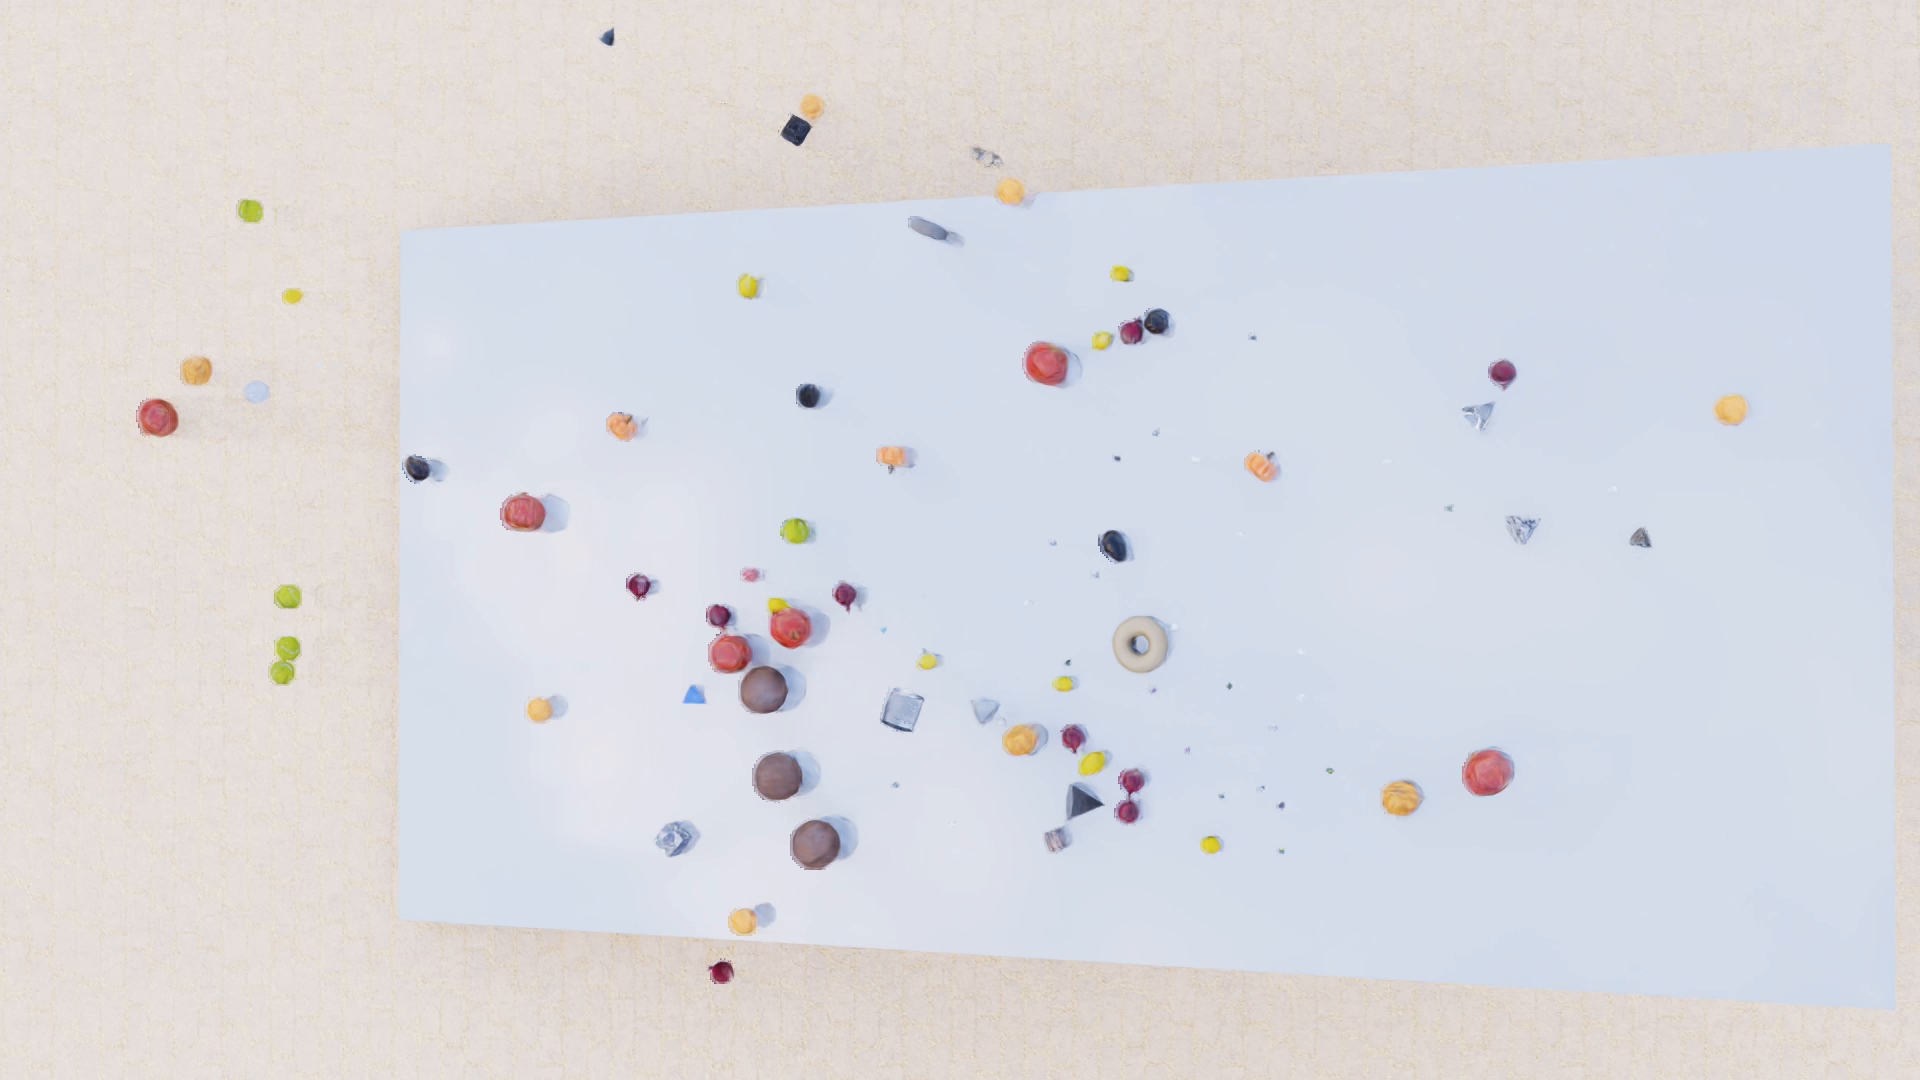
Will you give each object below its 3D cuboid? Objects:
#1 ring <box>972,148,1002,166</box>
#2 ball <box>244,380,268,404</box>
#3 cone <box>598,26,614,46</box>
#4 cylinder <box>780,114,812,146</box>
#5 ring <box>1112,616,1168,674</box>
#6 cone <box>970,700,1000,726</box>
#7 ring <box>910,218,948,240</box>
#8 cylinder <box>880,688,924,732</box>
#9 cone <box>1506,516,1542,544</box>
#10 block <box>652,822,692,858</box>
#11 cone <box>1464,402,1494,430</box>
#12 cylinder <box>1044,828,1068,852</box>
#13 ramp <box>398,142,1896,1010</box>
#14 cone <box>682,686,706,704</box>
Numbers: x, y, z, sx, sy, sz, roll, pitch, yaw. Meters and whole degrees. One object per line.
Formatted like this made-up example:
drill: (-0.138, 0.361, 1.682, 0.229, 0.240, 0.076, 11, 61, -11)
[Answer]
ring: (0.077, -1.067, 6.124, 0.092, 0.092, 0.031, 24, 107, 0)
ball: (-2.063, -0.434, 6.451, 0.068, 0.068, 0.068, 0, 89, 0)
cone: (-1.028, -1.487, 6.458, 0.052, 0.052, 0.052, 36, 121, 0)
cylinder: (-0.456, -1.140, 6.122, 0.065, 0.065, 0.065, 33, 104, 0)
ring: (0.461, 0.268, 5.630, 0.148, 0.049, 0.148, 1, 92, 22)
cone: (0.076, 0.438, 5.770, 0.074, 0.074, 0.074, -22, 89, -9)
ring: (-0.082, -0.817, 5.782, 0.104, 0.104, 0.035, 22, 93, 0)
cylinder: (-0.152, 0.450, 5.818, 0.091, 0.091, 0.091, 18, 95, 0)
cone: (1.376, -0.041, 5.325, 0.079, 0.079, 0.079, -25, 89, -10)
block: (-0.790, 0.824, 6.048, 0.065, 0.065, 0.065, 41, 102, 15)
cone: (1.280, -0.317, 5.363, 0.073, 0.073, 0.073, -37, 89, -12)
cylinder: (0.249, 0.777, 5.695, 0.053, 0.053, 0.053, -17, 83, 0)
ramp: (0.279, 0.091, 5.775, 4.000, 0.100, 2.000, 0, 89, 19)
cone: (-0.725, 0.437, 6.052, 0.057, 0.057, 0.057, 27, 89, -9)
